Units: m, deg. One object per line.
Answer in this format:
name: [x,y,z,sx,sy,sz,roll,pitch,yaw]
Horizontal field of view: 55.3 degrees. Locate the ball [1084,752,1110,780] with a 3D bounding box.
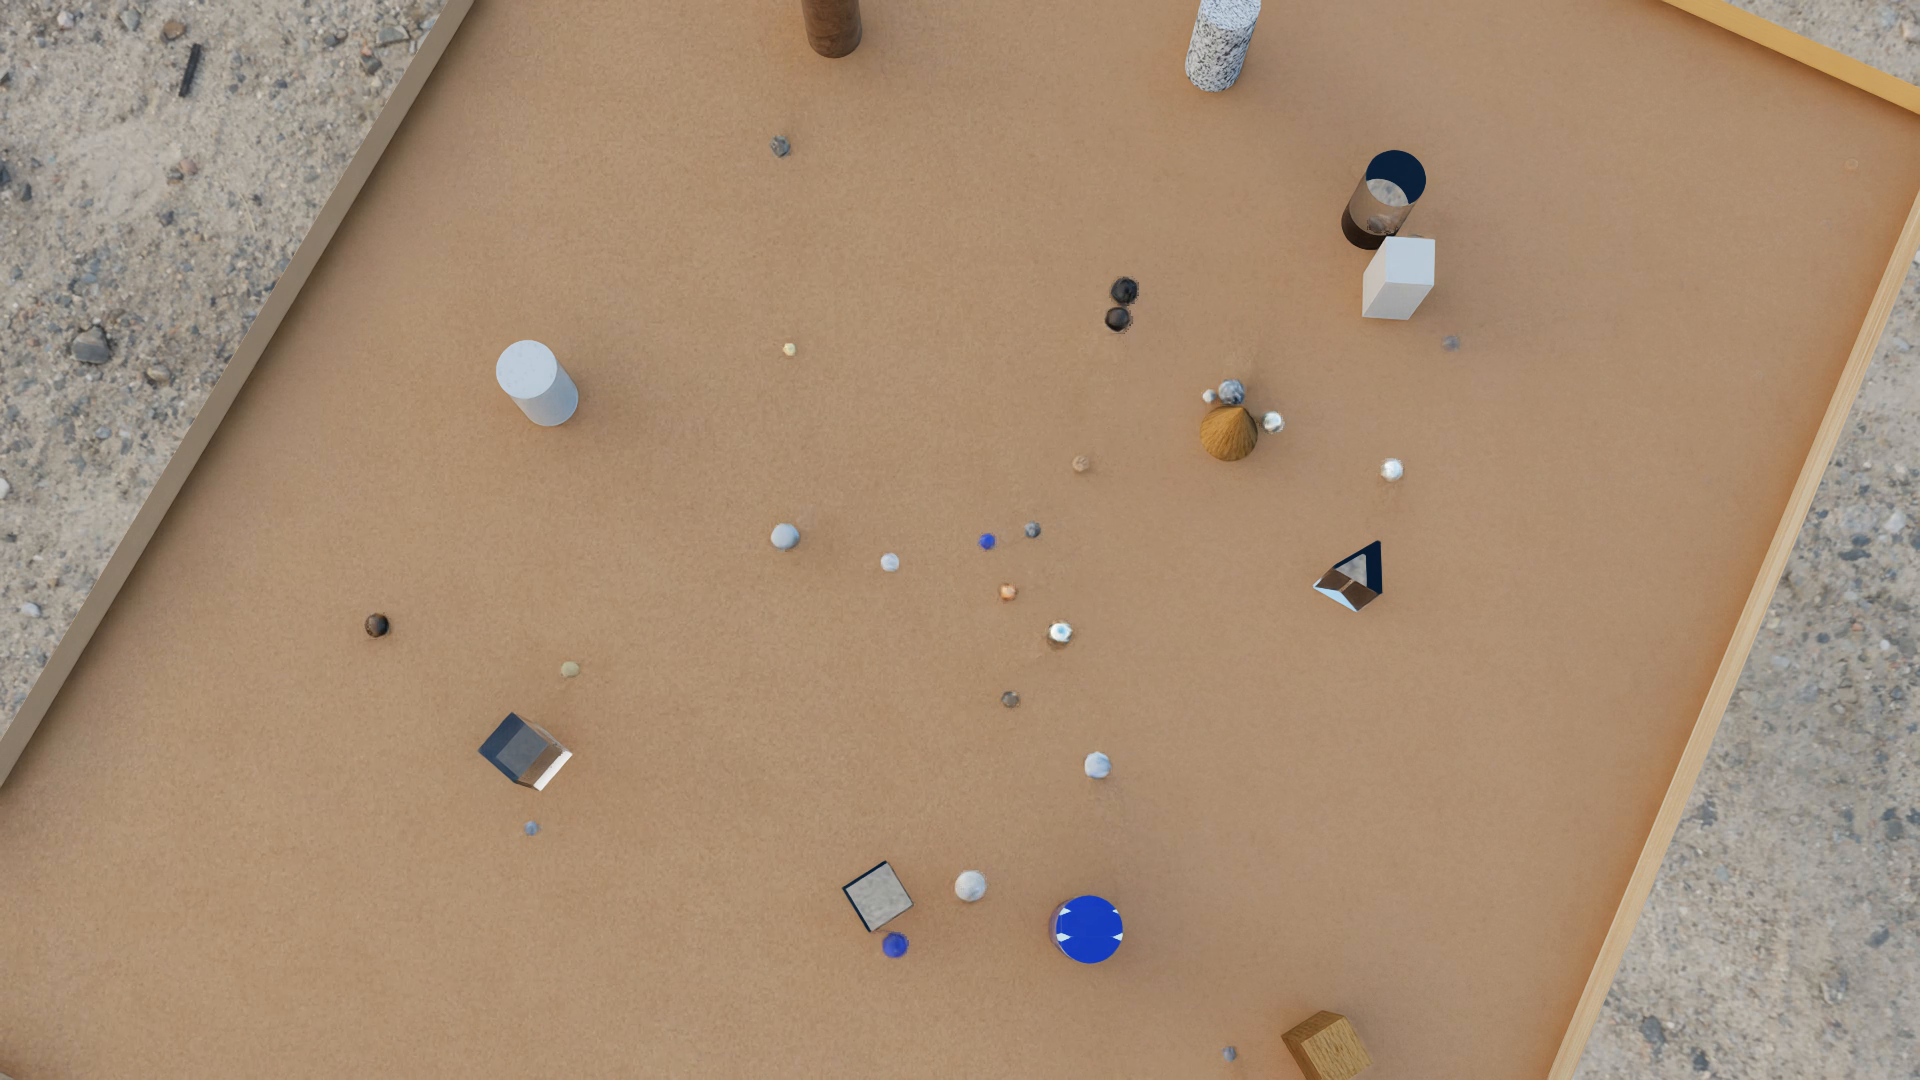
ball: [0.407,0.670,5.438,0.078,0.078,0.078,0,78,0]

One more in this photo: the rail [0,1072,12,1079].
rail: [-1.178,2.314,5.077,4.495,0.117,0.045,26,80,5]

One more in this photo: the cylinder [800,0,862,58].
cylinder: [-0.408,-1.691,5.752,0.180,0.418,0.180,0,78,0]

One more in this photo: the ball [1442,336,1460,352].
ball: [1.531,-0.612,5.716,0.052,0.052,0.052,0,78,0]

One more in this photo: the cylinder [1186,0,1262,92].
cylinder: [0.818,-1.577,5.728,0.180,0.420,0.180,0,78,0]

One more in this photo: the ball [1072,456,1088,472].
ball: [0.372,-0.234,5.639,0.050,0.050,0.050,0,78,0]

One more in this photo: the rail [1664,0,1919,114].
rail: [1.178,-2.302,6.031,4.495,0.117,0.045,26,80,5]

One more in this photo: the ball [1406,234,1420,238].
ball: [1.430,-0.937,5.781,0.057,0.057,0.057,0,78,0]

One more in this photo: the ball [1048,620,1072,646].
ball: [0.300,0.279,5.520,0.076,0.076,0.076,0,78,0]

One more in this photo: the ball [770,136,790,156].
ball: [-0.573,-1.256,5.842,0.066,0.066,0.066,0,78,0]

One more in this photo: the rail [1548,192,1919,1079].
rail: [1.989,0.980,5.353,0.045,0.117,5.317,26,80,5]

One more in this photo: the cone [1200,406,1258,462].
cone: [0.834,-0.361,5.537,0.180,0.302,0.180,0,78,0]

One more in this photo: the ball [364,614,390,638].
ball: [-1.757,0.257,5.527,0.072,0.072,0.072,0,78,0]

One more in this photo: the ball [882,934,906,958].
ball: [-0.191,1.181,5.336,0.071,0.071,0.071,0,78,0]

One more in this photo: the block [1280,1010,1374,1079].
block: [1.028,1.431,5.152,0.144,0.331,0.144,-30,80,-6]

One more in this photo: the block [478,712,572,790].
block: [-1.260,0.617,5.325,0.144,0.321,0.144,39,81,7]

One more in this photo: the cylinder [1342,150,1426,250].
cylinder: [1.301,-1.043,5.646,0.180,0.363,0.180,0,78,0]

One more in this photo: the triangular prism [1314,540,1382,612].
triangular prism: [1.177,0.091,5.437,0.156,0.314,0.135,30,80,6]

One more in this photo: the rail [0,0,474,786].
rail: [-1.989,-0.968,5.756,0.045,0.117,5.317,26,80,5]

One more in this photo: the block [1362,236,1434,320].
block: [1.341,-0.799,5.616,0.144,0.324,0.144,4,78,1]

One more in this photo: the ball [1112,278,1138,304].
ball: [0.515,-0.780,5.735,0.083,0.083,0.083,0,78,0]

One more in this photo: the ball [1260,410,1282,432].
ball: [0.957,-0.364,5.627,0.065,0.065,0.065,0,78,0]

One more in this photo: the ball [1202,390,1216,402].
ball: [0.774,-0.446,5.688,0.041,0.041,0.041,0,78,0]

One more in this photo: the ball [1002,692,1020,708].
ball: [0.151,0.479,5.490,0.053,0.053,0.053,0,78,0]

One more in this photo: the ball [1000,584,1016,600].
ball: [0.146,0.159,5.557,0.051,0.051,0.051,0,78,0]

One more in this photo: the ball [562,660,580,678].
ball: [-1.172,0.390,5.508,0.054,0.054,0.054,0,78,0]

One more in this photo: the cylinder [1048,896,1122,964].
cylinder: [0.350,1.097,5.169,0.180,0.432,0.180,0,78,0]

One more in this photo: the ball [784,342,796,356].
ball: [-0.530,-0.596,5.718,0.041,0.041,0.041,0,78,0]

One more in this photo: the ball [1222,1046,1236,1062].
ball: [0.777,1.484,5.288,0.042,0.042,0.042,0,78,0]

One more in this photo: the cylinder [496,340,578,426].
cylinder: [-1.278,-0.472,5.556,0.180,0.310,0.180,0,78,0]

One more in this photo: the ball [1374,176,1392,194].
ball: [1.345,-1.124,5.819,0.056,0.056,0.056,0,78,0]

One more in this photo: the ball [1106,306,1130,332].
ball: [0.492,-0.690,5.719,0.077,0.077,0.077,0,78,0]

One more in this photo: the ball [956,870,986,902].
ball: [0.031,1.014,5.361,0.090,0.090,0.090,0,78,0]

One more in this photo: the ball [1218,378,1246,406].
ball: [0.841,-0.457,5.668,0.084,0.084,0.084,0,78,0]

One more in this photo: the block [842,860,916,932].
block: [-0.231,1.023,5.253,0.144,0.298,0.144,-32,80,-6]

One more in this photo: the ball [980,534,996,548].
ball: [0.084,0.004,5.591,0.047,0.047,0.047,0,78,0]

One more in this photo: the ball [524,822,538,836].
ball: [-1.268,0.853,5.419,0.041,0.041,0.041,0,78,0]

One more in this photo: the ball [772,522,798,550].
ball: [-0.532,-0.010,5.576,0.083,0.083,0.083,0,78,0]

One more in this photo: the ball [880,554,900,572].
ball: [-0.214,0.069,5.572,0.059,0.059,0.059,0,78,0]

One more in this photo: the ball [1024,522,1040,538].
ball: [0.221,-0.031,5.597,0.050,0.050,0.050,0,78,0]

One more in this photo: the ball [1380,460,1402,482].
ball: [1.325,-0.214,5.626,0.068,0.068,0.068,0,78,0]
